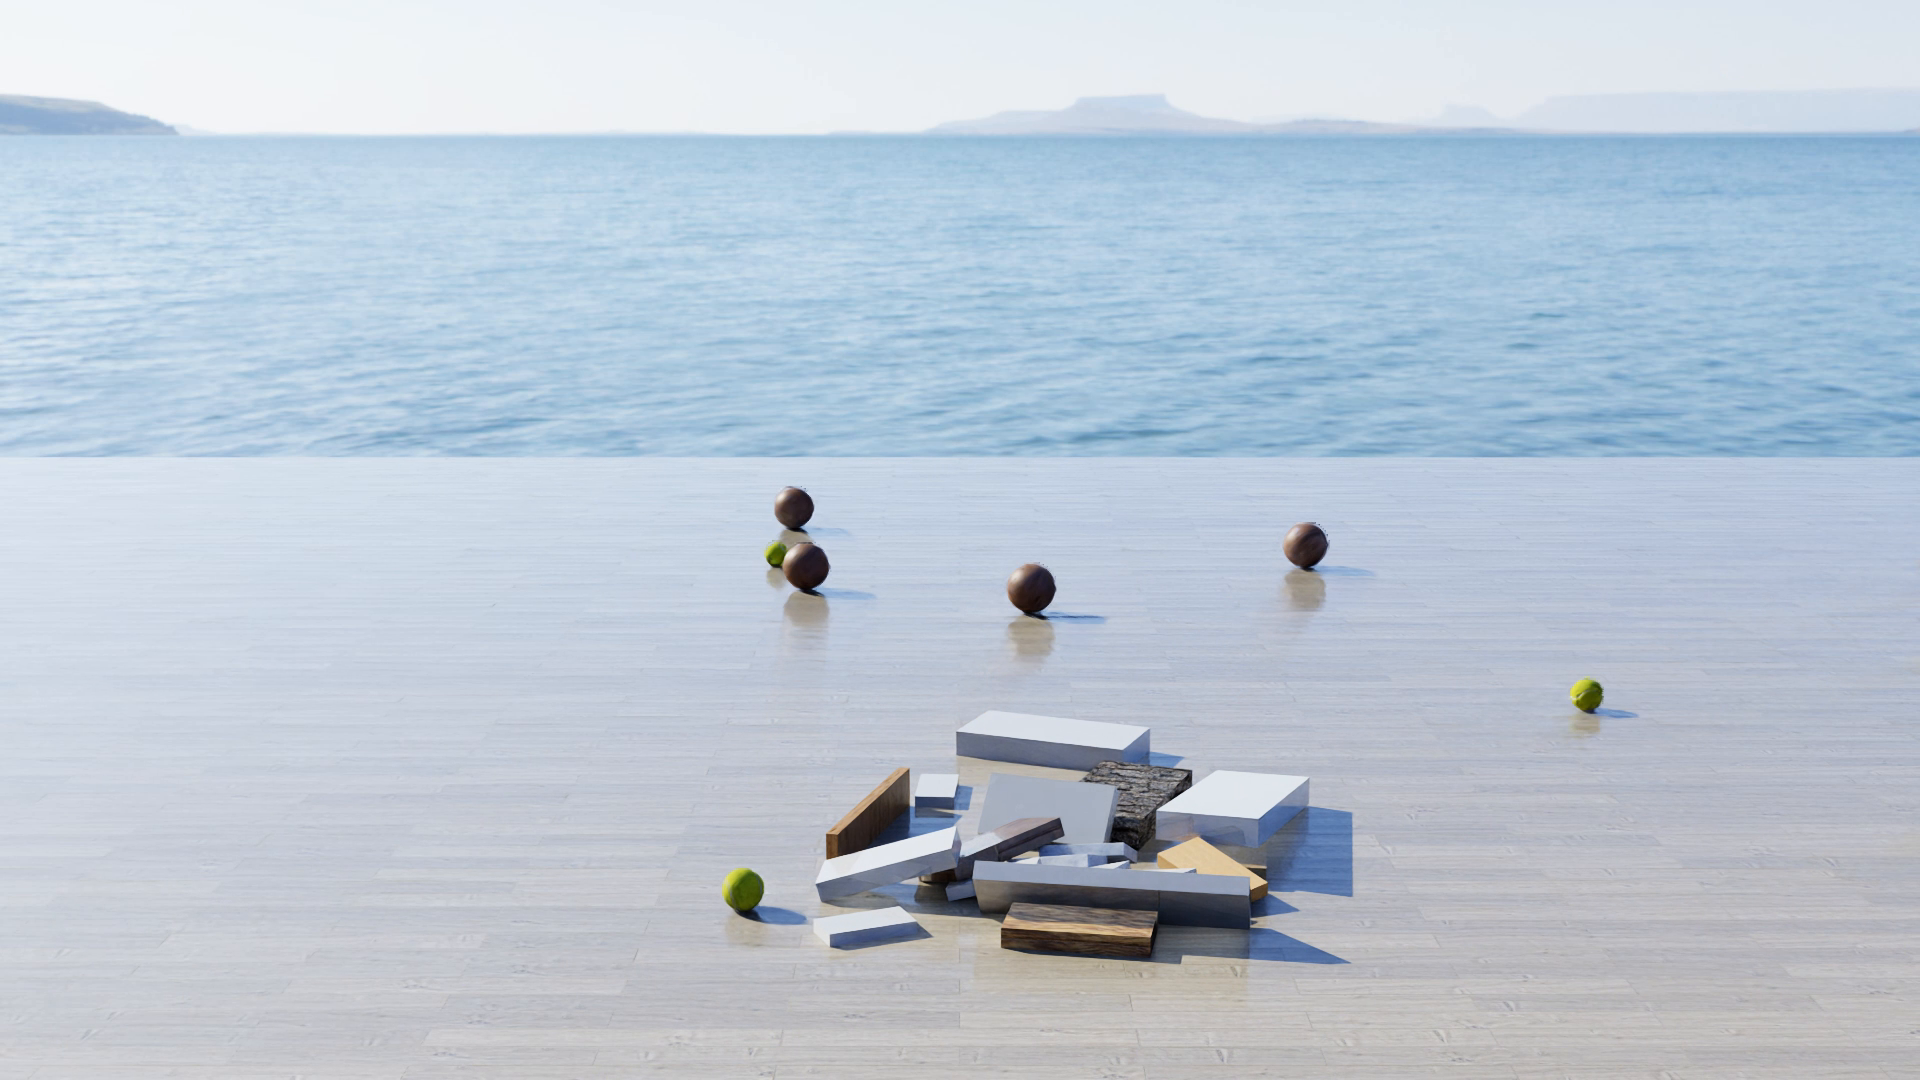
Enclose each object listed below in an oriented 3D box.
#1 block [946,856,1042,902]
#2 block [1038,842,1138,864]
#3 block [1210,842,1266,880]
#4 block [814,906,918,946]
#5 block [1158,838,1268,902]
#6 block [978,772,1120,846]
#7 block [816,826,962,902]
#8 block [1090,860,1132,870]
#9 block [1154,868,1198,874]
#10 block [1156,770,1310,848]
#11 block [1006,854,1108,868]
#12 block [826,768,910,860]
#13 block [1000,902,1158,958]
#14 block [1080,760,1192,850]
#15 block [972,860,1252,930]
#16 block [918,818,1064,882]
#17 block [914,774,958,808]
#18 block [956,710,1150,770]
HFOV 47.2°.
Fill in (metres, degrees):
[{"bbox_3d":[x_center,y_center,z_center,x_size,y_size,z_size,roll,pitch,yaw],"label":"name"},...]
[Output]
[{"bbox_3d":[0.057,0.562,3.648,0.151,0.021,0.076,-14,7,13],"label":"block"},{"bbox_3d":[0.218,0.536,3.749,0.151,0.021,0.076,-5,-20,21],"label":"block"},{"bbox_3d":[0.473,0.545,3.819,0.117,0.033,0.233,1,11,8],"label":"block"},{"bbox_3d":[-0.150,0.613,3.489,0.148,0.021,0.074,-5,11,-23],"label":"block"},{"bbox_3d":[0.419,0.556,3.660,0.089,0.025,0.177,-17,28,-30],"label":"block"},{"bbox_3d":[0.157,0.486,3.920,0.234,0.117,0.033,4,-27,21],"label":"block"},{"bbox_3d":[-0.117,0.540,3.669,0.234,0.033,0.117,-15,9,7],"label":"block"},{"bbox_3d":[0.184,0.560,3.602,0.177,0.025,0.089,-14,-2,29],"label":"block"},{"bbox_3d":[0.295,0.564,3.613,0.089,0.025,0.177,-10,0,-44],"label":"block"},{"bbox_3d":[0.498,0.481,3.962,0.178,0.050,0.451,2,4,20],"label":"block"},{"bbox_3d":[0.164,0.545,3.701,0.151,0.021,0.076,-8,-14,28],"label":"block"},{"bbox_3d":[-0.162,0.501,3.948,0.021,0.074,0.415,3,11,16],"label":"block"},{"bbox_3d":[0.189,0.612,3.458,0.233,0.033,0.117,2,11,10],"label":"block"},{"bbox_3d":[0.297,0.488,4.078,0.178,0.050,0.356,4,11,21],"label":"block"},{"bbox_3d":[0.243,0.566,3.503,0.436,0.117,0.033,2,54,10],"label":"block"},{"bbox_3d":[0.051,0.527,3.748,0.234,0.033,0.117,-17,3,-34],"label":"block"},{"bbox_3d":[-0.043,0.479,4.208,0.074,0.021,0.148,1,11,4],"label":"block"},{"bbox_3d":[0.191,0.411,4.493,0.356,0.050,0.178,4,11,22],"label":"block"}]
